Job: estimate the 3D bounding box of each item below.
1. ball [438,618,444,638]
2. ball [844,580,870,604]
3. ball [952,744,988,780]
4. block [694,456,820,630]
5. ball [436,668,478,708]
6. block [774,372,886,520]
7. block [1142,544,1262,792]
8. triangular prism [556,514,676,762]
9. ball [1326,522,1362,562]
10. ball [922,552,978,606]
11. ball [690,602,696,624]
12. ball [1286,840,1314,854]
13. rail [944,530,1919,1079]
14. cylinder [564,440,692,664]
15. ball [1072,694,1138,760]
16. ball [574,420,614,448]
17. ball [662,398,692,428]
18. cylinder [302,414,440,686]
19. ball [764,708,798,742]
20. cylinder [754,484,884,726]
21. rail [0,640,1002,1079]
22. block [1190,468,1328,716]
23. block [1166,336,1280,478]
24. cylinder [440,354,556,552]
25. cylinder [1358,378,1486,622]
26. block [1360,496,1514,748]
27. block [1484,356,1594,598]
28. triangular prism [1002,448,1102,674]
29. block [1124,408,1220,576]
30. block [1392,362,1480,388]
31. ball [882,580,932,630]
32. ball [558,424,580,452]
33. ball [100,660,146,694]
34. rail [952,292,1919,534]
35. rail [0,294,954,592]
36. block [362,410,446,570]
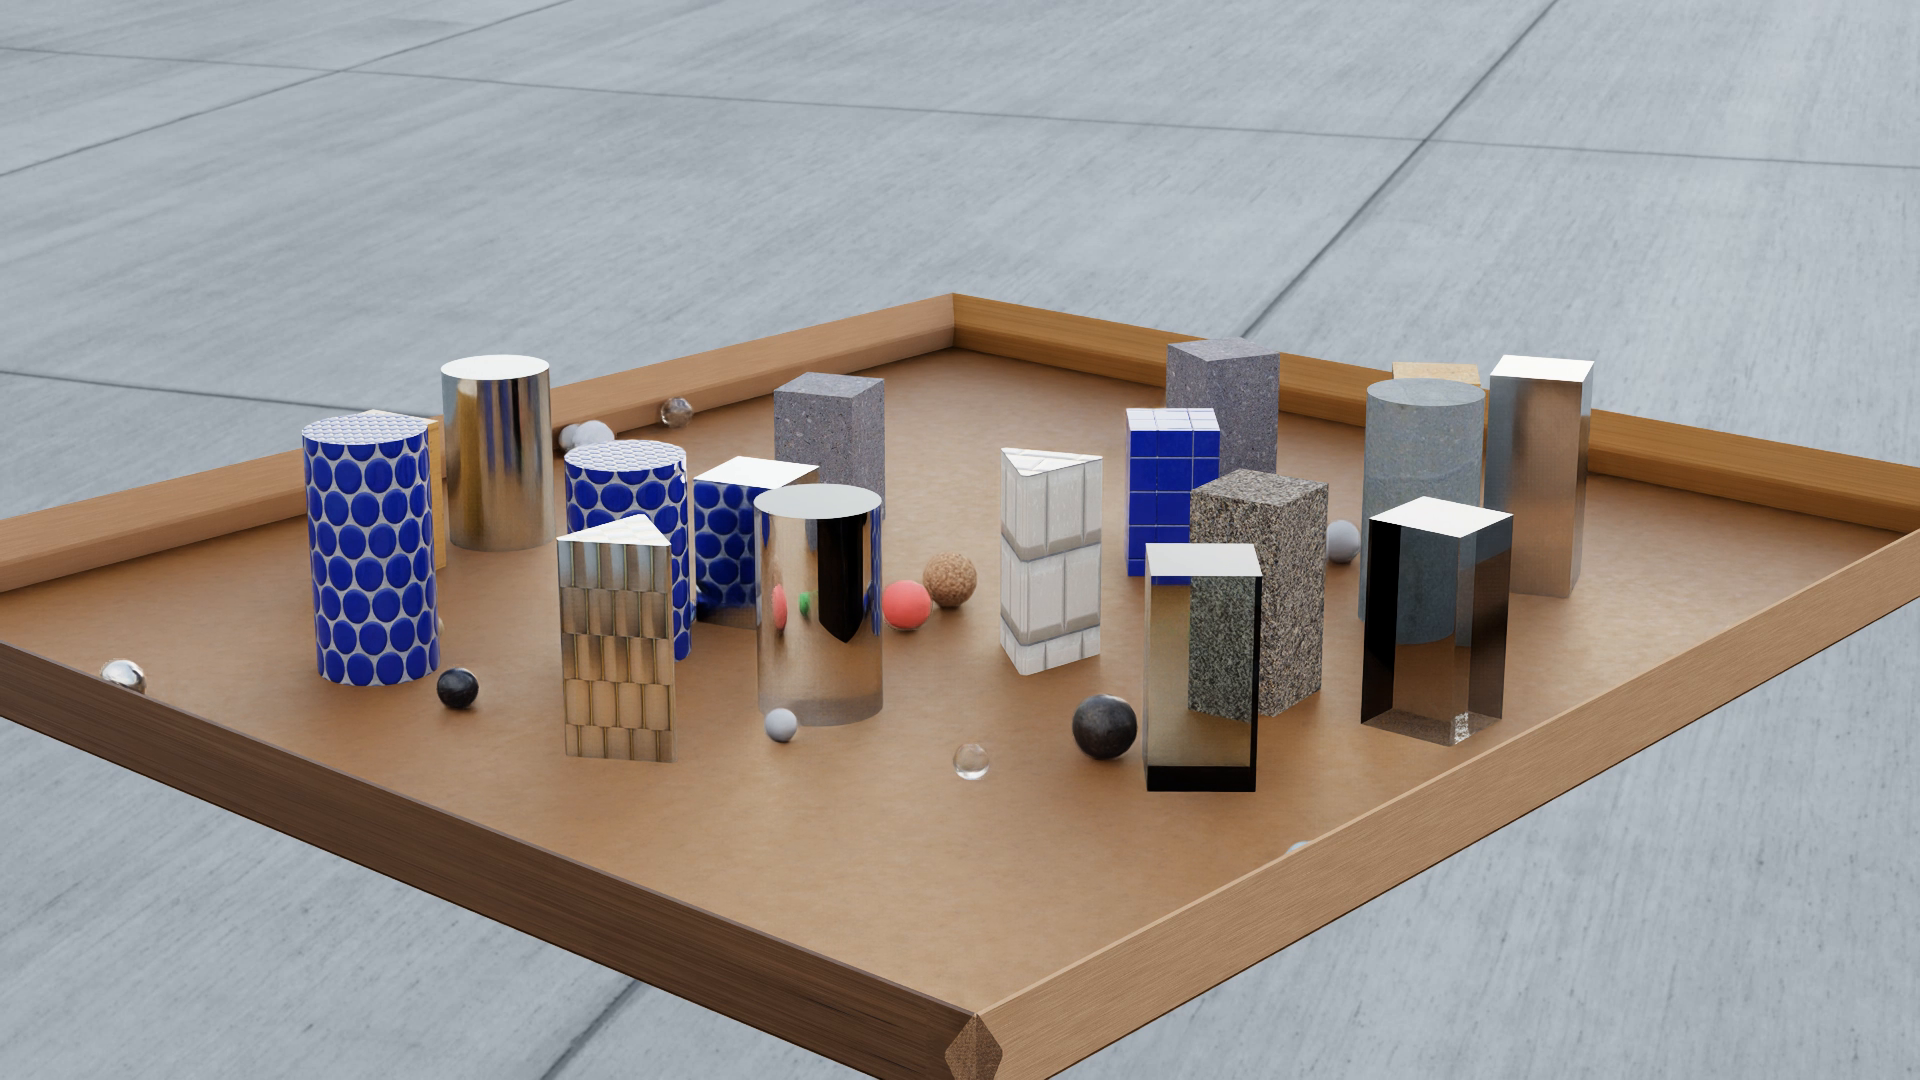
[{"bbox_3d":[-0.881,0.148,4.878,0.047,0.047,0.047,0,17,0],"label":"ball"},{"bbox_3d":[-0.178,0.090,5.076,0.043,0.043,0.043,0,17,0],"label":"ball"},{"bbox_3d":[0.016,0.324,4.285,0.053,0.053,0.053,0,17,0],"label":"ball"},{"bbox_3d":[-0.344,0.007,4.990,0.157,0.253,0.157,8,18,24],"label":"block"},{"bbox_3d":[-0.784,0.231,4.573,0.065,0.065,0.065,0,17,0],"label":"ball"},{"bbox_3d":[-0.243,-0.158,5.501,0.157,0.274,0.157,6,18,20],"label":"block"},{"bbox_3d":[0.350,0.185,4.270,0.157,0.328,0.157,0,17,1],"label":"block"},{"bbox_3d":[-0.493,0.144,4.390,0.170,0.337,0.147,3,17,10],"label":"triangular prism"},{"bbox_3d":[0.689,0.004,5.307,0.076,0.076,0.076,0,17,0],"label":"ball"},{"bbox_3d":[-0.017,0.069,5.060,0.094,0.094,0.094,0,17,0],"label":"ball"},{"bbox_3d":[-0.467,0.123,4.969,0.043,0.043,0.043,0,17,0],"label":"ball"},{"bbox_3d":[0.463,0.435,3.880,0.074,0.074,0.074,0,17,0],"label":"ball"},{"bbox_3d":[0.947,0.269,4.332,0.045,0.128,2.890,14,22,39],"label":"rail"},{"bbox_3d":[-0.542,0.023,4.795,0.196,0.334,0.196,0,17,0],"label":"cylinder"},{"bbox_3d":[0.216,0.277,4.362,0.097,0.097,0.097,0,17,0],"label":"ball"},{"bbox_3d":[-0.745,-0.201,5.971,0.084,0.084,0.084,0,17,0],"label":"ball"},{"bbox_3d":[-0.602,-0.271,6.236,0.065,0.065,0.065,0,17,0],"label":"ball"},{"bbox_3d":[-0.945,0.014,4.714,0.196,0.398,0.196,0,17,0],"label":"cylinder"},{"bbox_3d":[-0.270,0.280,4.435,0.051,0.051,0.051,0,17,0],"label":"ball"},{"bbox_3d":[-0.218,0.099,4.546,0.196,0.332,0.196,0,17,0],"label":"cylinder"},{"bbox_3d":[-0.932,0.342,4.092,2.557,0.128,0.045,14,22,39],"label":"rail"},{"bbox_3d":[0.465,0.080,4.596,0.157,0.339,0.157,11,20,33],"label":"block"},{"bbox_3d":[0.501,-0.216,5.626,0.157,0.311,0.157,-8,18,-24],"label":"block"},{"bbox_3d":[-0.853,-0.162,5.424,0.196,0.325,0.196,0,17,0],"label":"cylinder"},{"bbox_3d":[0.779,-0.059,4.959,0.196,0.396,0.196,0,17,0],"label":"cylinder"},{"bbox_3d":[0.727,0.122,4.474,0.157,0.330,0.157,13,21,38],"label":"block"},{"bbox_3d":[1.012,-0.113,5.151,0.157,0.389,0.157,6,18,18],"label":"block"},{"bbox_3d":[0.118,0.026,4.786,0.170,0.334,0.147,-14,22,-39],"label":"triangular prism"},{"bbox_3d":[0.379,-0.087,5.272,0.157,0.269,0.157,0,17,0],"label":"block"},{"bbox_3d":[0.888,-0.172,5.514,0.157,0.293,0.157,2,17,7],"label":"block"},{"bbox_3d":[-0.090,0.109,4.944,0.084,0.084,0.084,0,17,0],"label":"ball"},{"bbox_3d":[-0.794,-0.207,6.029,0.062,0.062,0.062,0,17,0],"label":"ball"},{"bbox_3d":[-1.309,0.224,4.582,0.073,0.073,0.073,0,17,0],"label":"ball"},{"bbox_3d":[0.932,-0.278,6.148,2.557,0.128,0.045,14,22,39],"label":"rail"},{"bbox_3d":[-0.947,-0.205,5.908,0.045,0.128,2.890,14,22,39],"label":"rail"},{"bbox_3d":[-1.036,-0.075,5.233,0.157,0.270,0.157,10,20,31],"label":"block"}]
